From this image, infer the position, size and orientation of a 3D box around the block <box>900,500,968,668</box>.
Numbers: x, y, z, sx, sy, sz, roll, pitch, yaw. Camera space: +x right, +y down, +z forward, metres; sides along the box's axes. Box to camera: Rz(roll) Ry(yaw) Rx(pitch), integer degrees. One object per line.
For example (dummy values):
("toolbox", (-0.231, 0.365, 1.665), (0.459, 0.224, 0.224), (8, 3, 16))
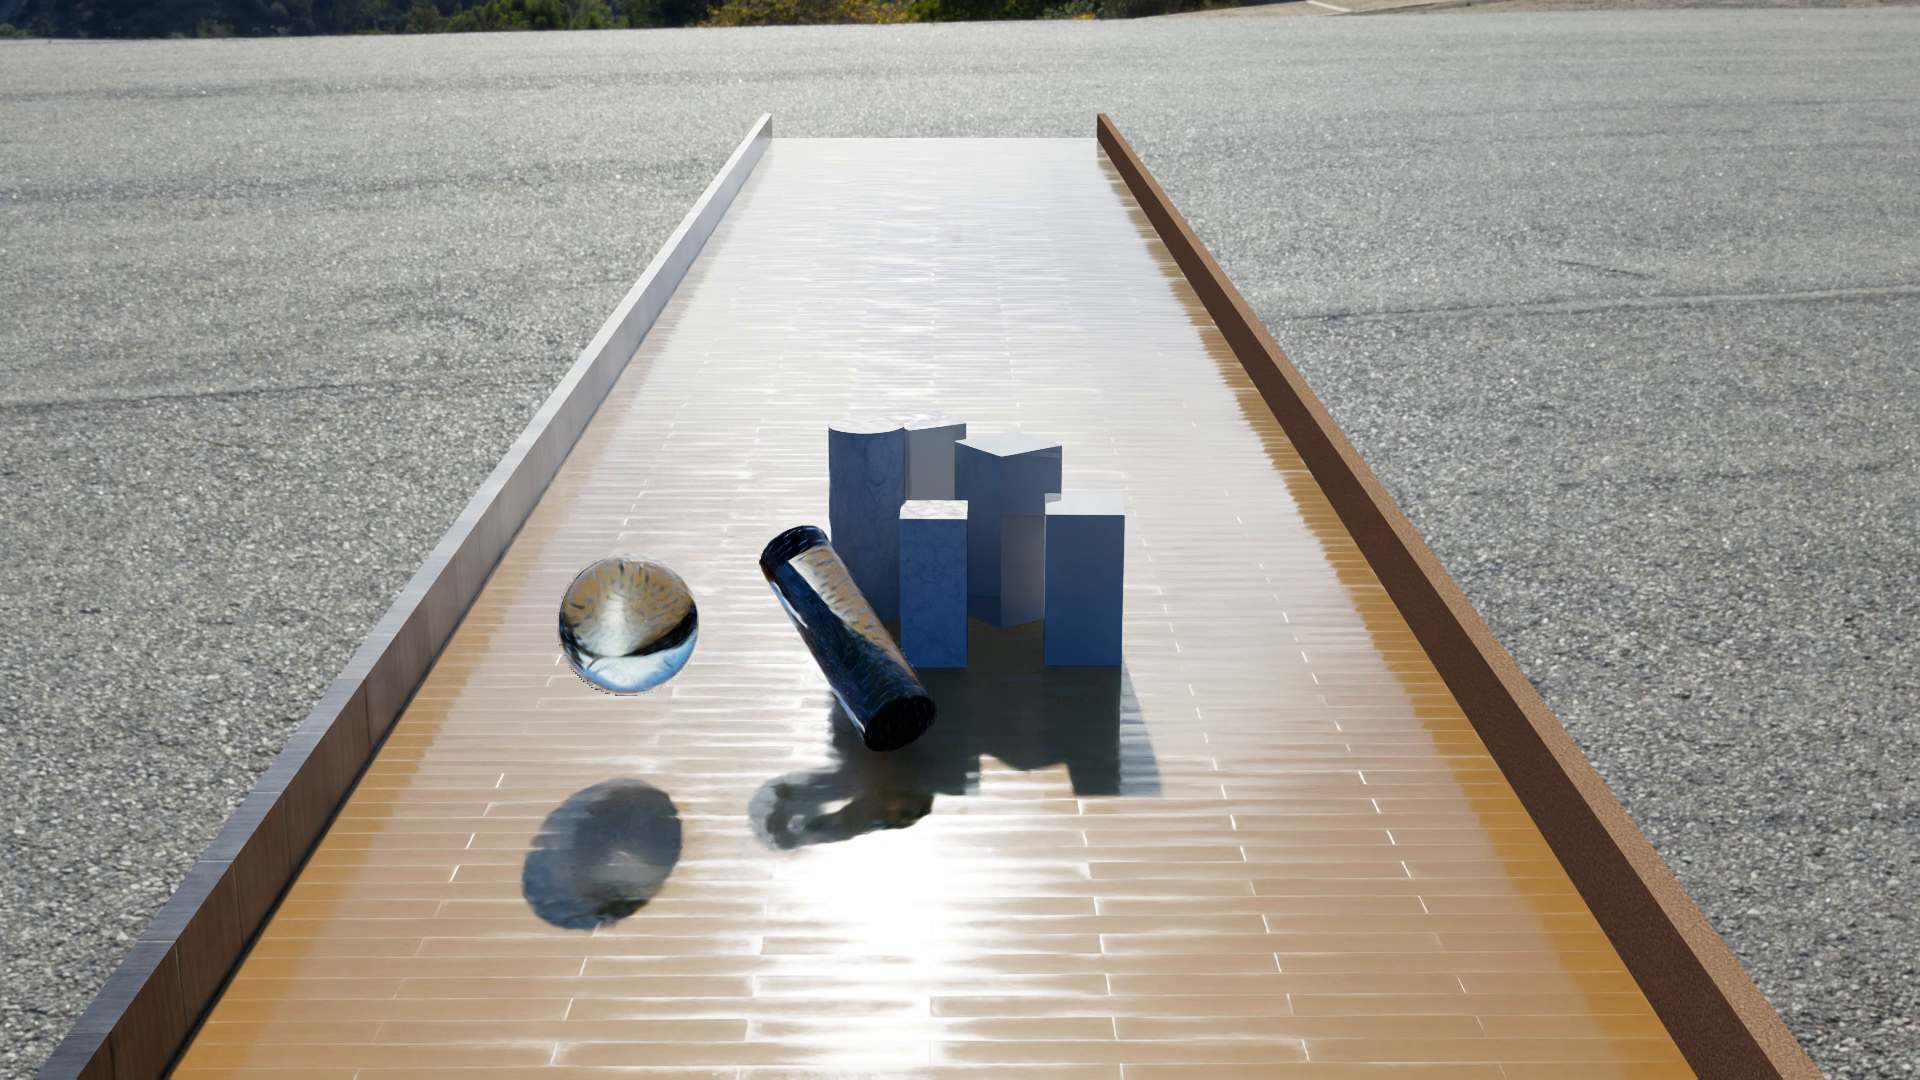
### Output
("block", (-0.051, 0.087, 4.394), (0.132, 0.308, 0.132), (0, 17, 1))

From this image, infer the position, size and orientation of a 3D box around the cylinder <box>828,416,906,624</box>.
("cylinder", (-0.195, -0.044, 4.649), (0.160, 0.413, 0.160), (0, 17, 0))

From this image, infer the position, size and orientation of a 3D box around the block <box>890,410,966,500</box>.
("block", (-0.081, -0.088, 4.884), (0.140, 0.365, 0.140), (-9, 19, -28))

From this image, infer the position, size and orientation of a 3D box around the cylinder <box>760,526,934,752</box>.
("cylinder", (-0.212, 0.175, 4.037), (0.141, 0.141, 0.459), (-10, 46, -29))

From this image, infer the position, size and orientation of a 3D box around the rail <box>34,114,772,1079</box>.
("rail", (-1.118, -0.838, 7.780), (0.050, 0.150, 12.000), (0, 17, -1))

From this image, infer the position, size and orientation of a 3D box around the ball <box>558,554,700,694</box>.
("ball", (-0.593, 0.150, 3.938), (0.250, 0.250, 0.250), (0, 17, 0))

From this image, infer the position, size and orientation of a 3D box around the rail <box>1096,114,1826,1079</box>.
("rail", (0.932, -0.844, 7.801), (0.050, 0.150, 12.000), (0, 17, -1))

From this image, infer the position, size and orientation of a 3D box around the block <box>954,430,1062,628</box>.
("block", (0.101, -0.024, 4.655), (0.161, 0.372, 0.161), (-12, 20, -35))

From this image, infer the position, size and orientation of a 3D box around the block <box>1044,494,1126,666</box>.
("block", (0.247, 0.078, 4.416), (0.155, 0.312, 0.155), (0, 17, 1))
